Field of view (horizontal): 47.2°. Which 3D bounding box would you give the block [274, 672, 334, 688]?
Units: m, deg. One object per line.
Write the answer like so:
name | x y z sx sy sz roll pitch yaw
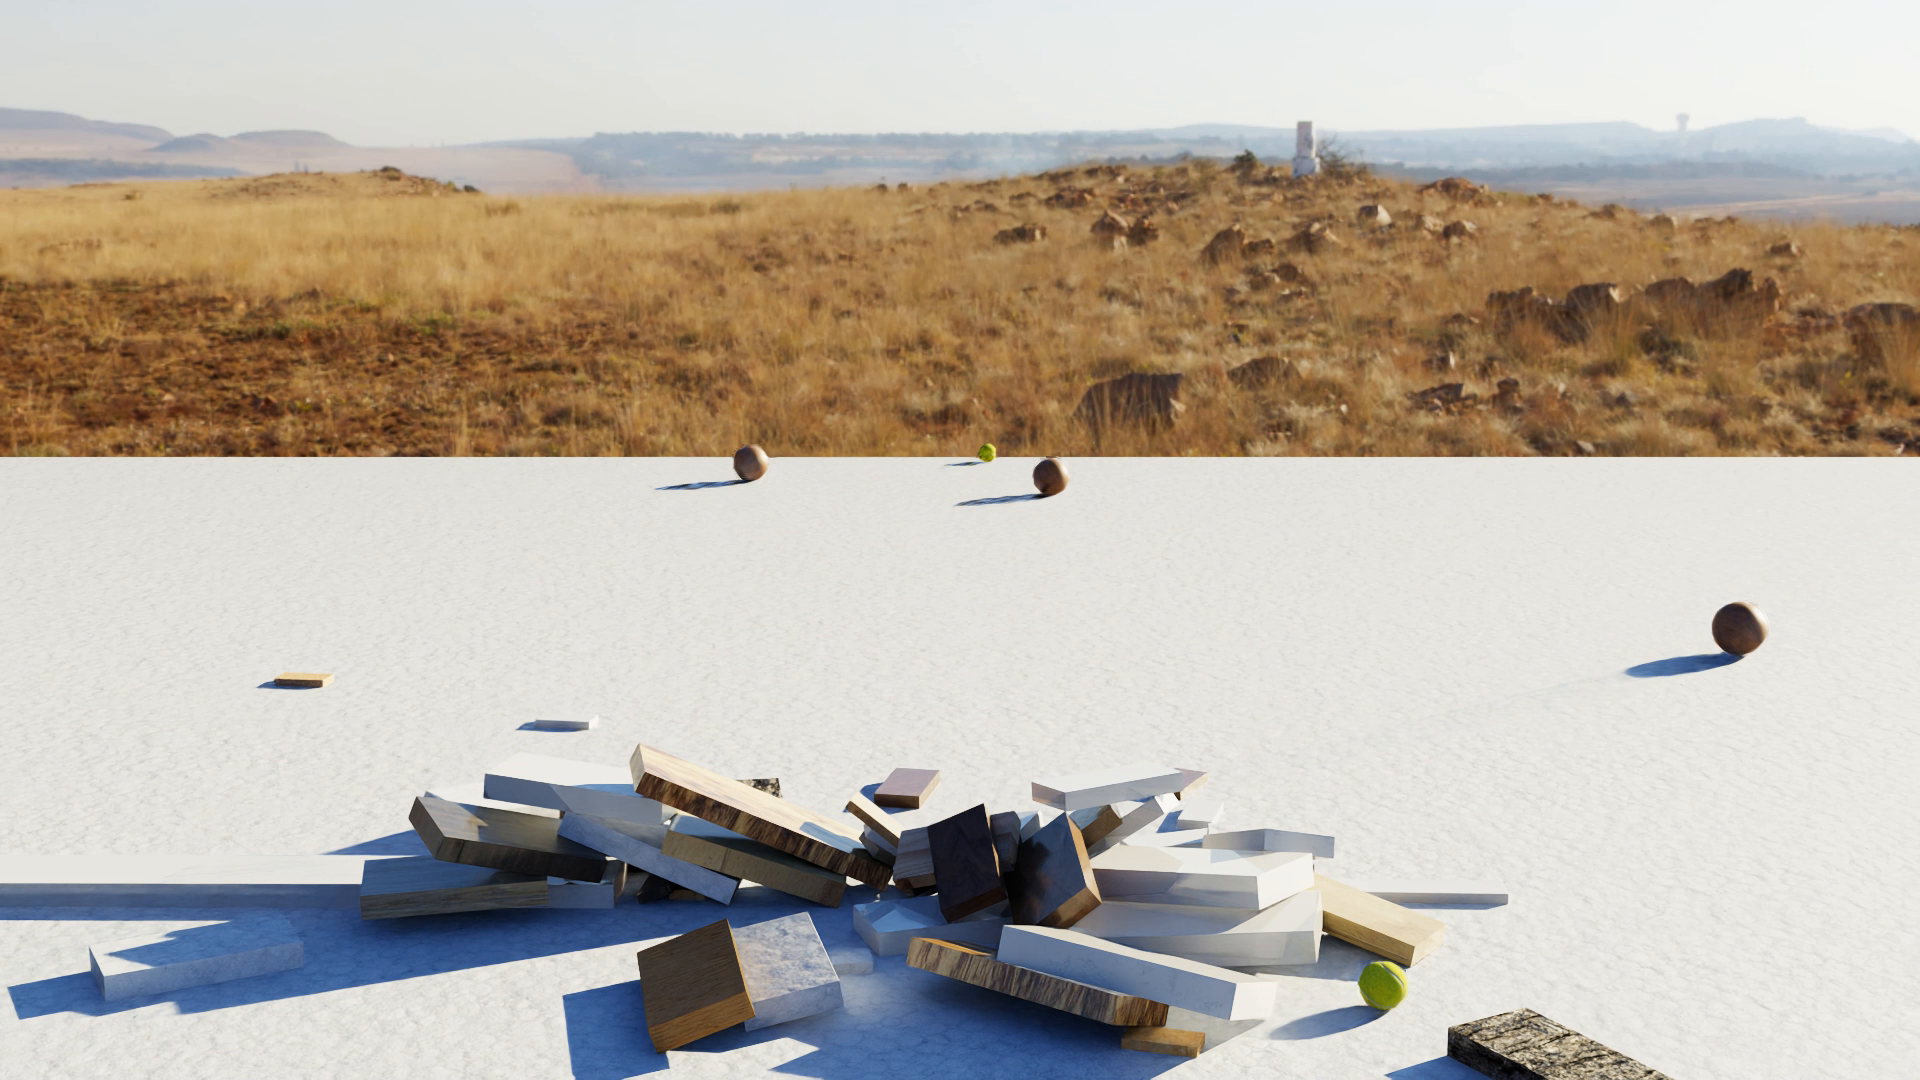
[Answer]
block | -1.511 0.322 5.066 0.118 0.017 0.059 2 11 8

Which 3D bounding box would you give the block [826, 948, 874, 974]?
block | -0.194 0.642 3.343 0.120 0.017 0.060 -1 11 -7

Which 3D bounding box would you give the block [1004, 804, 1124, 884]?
block | 0.166 0.508 3.667 0.226 0.032 0.113 -36 9 5

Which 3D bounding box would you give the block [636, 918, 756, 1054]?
block | -0.384 0.639 3.170 0.143 0.041 0.286 -20 14 -7

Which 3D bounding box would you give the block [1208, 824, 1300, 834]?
block | 0.518 0.532 3.852 0.167 0.024 0.083 5 19 4

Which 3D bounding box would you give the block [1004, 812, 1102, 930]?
block | 0.140 0.534 3.449 0.134 0.038 0.268 -38 17 8

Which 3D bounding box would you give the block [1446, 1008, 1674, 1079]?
block | 0.802 0.706 2.935 0.143 0.041 0.286 -6 12 -29

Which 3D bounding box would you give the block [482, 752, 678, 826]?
block | -0.619 0.413 3.656 0.304 0.043 0.152 8 9 9

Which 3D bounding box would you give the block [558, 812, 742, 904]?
block | -0.506 0.509 3.670 0.304 0.043 0.152 22 9 1

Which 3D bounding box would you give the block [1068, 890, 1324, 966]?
block | 0.354 0.598 3.368 0.387 0.051 0.180 -4 9 13

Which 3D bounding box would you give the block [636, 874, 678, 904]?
block | -0.498 0.571 3.669 0.059 0.017 0.118 -20 8 8

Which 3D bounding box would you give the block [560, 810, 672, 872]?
block | -0.549 0.502 3.805 0.284 0.040 0.142 0 51 -3

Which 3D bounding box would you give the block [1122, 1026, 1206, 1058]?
block | 0.283 0.696 3.057 0.107 0.015 0.054 3 11 17

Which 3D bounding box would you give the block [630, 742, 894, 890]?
block | -0.328 0.458 3.643 0.455 0.038 0.134 25 9 -18

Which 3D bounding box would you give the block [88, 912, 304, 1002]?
block | -1.158 0.631 3.336 0.286 0.041 0.143 -6 12 -29

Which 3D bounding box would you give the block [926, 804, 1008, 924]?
block | 0.010 0.512 3.495 0.102 0.029 0.204 -24 32 7

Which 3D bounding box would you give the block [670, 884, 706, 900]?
block | -0.448 0.576 3.697 0.059 0.017 0.118 1 11 4

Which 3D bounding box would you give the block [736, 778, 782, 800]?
block | -0.476 0.489 4.100 0.284 0.040 0.142 -2 11 -8

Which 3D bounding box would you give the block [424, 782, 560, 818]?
block | -0.816 0.480 4.013 0.145 0.041 0.290 16 11 37

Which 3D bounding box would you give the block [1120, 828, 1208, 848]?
block | 0.391 0.537 3.899 0.206 0.020 0.069 -4 11 -19

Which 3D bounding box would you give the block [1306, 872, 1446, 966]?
block | 0.624 0.592 3.451 0.244 0.035 0.122 18 18 32

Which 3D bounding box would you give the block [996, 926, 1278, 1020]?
block | 0.254 0.618 3.154 0.359 0.051 0.180 9 -5 27

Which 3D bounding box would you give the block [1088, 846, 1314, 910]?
block | 0.356 0.531 3.479 0.359 0.051 0.180 -3 2 36

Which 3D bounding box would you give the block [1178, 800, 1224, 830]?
block | 0.445 0.508 4.062 0.063 0.018 0.127 3 11 16

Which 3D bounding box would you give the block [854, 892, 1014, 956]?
block | -0.021 0.604 3.491 0.268 0.038 0.134 -4 11 -19

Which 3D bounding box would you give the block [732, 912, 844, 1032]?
block | -0.269 0.634 3.253 0.143 0.041 0.290 -12 13 -11

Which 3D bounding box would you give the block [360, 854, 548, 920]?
block | -0.815 0.552 3.553 0.290 0.041 0.145 -3 15 -11

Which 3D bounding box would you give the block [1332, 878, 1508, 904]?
block | 0.745 0.584 3.654 0.317 0.018 0.063 0 11 2

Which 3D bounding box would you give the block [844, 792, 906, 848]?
block | -0.136 0.471 3.683 0.118 0.017 0.059 37 12 4

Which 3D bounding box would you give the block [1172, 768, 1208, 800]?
block | 0.421 0.471 4.254 0.069 0.020 0.138 5 12 27

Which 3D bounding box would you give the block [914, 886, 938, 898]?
block | -0.011 0.554 3.665 0.149 0.021 0.074 -21 11 -2

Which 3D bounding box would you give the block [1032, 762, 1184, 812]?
block | 0.245 0.409 3.651 0.226 0.032 0.113 -6 6 -27

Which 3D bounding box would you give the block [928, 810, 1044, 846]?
block | 0.027 0.491 3.661 0.204 0.029 0.102 -10 9 24

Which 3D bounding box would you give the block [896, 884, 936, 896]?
block | -0.030 0.543 3.645 0.148 0.021 0.074 -25 12 -22

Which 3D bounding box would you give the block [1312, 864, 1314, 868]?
block | 0.508 0.559 3.711 0.167 0.024 0.083 0 -6 -1

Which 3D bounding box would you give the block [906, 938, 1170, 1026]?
block | 0.110 0.638 3.180 0.366 0.040 0.142 8 -6 37

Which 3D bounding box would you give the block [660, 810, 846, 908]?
block | -0.338 0.522 3.658 0.304 0.043 0.152 18 10 -5

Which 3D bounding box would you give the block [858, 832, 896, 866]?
block | -0.113 0.530 3.700 0.118 0.017 0.059 30 8 -39

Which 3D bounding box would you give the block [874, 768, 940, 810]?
block | -0.101 0.475 4.218 0.088 0.025 0.175 2 11 12

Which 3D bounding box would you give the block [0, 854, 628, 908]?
block | -1.148 0.569 3.671 1.165 0.041 0.143 0 11 0

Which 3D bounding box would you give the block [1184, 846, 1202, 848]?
block | 0.406 0.542 3.755 0.167 0.024 0.083 -2 -20 -12

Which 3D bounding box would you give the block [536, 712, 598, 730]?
block | -0.842 0.388 4.713 0.120 0.017 0.060 2 11 10

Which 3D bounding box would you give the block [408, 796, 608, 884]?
block | -0.728 0.484 3.550 0.290 0.041 0.145 16 11 -36

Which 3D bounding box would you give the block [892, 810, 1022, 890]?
block | -0.005 0.505 3.575 0.204 0.029 0.102 -13 39 21

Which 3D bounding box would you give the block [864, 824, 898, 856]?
block | -0.108 0.513 3.695 0.118 0.017 0.059 34 6 -13

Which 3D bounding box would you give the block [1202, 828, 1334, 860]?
block | 0.503 0.503 3.609 0.122 0.035 0.244 9 -12 -16

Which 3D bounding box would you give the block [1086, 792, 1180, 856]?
block | 0.256 0.496 3.696 0.226 0.032 0.113 -35 -9 16
